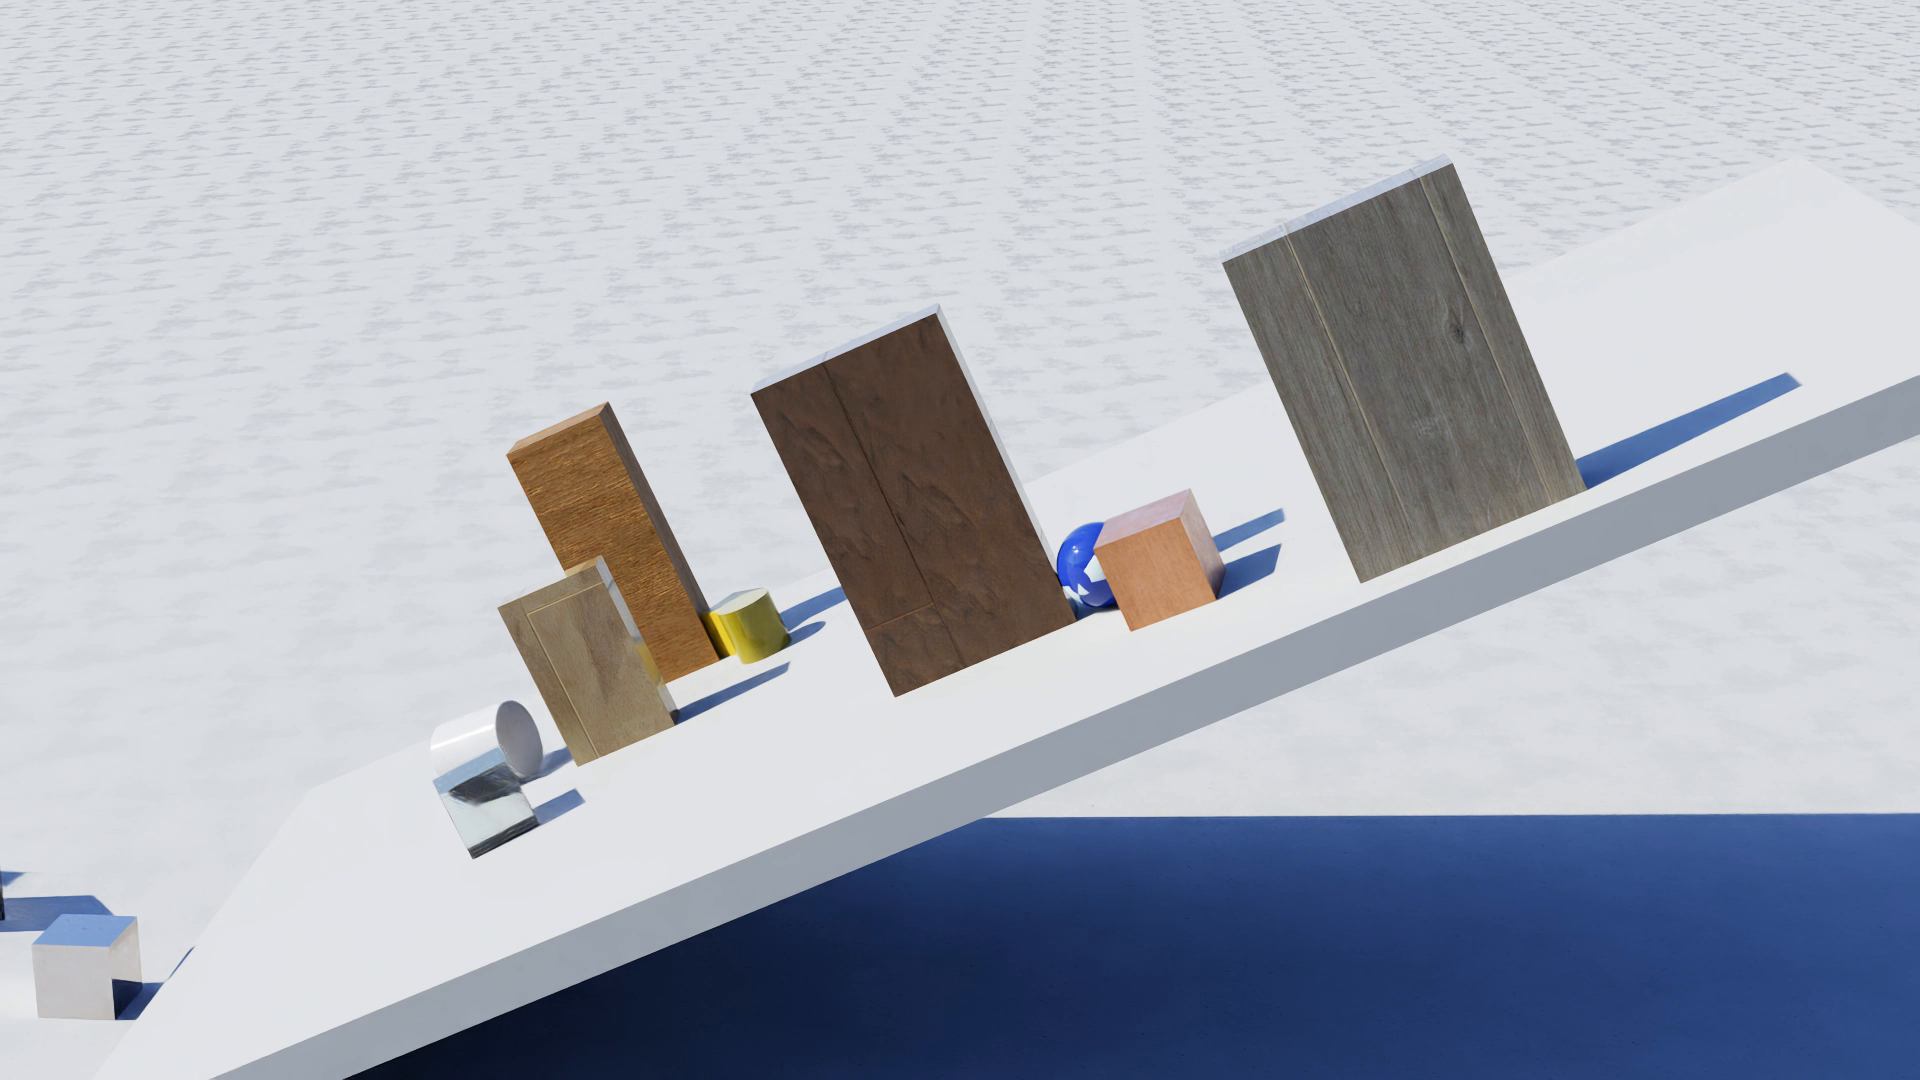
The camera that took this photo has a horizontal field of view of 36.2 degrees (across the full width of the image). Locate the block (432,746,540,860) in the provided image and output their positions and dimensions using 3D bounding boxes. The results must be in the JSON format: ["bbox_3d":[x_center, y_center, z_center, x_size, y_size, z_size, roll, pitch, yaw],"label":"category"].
[{"bbox_3d":[-1.011,0.559,6.271,0.158,0.158,0.158,-27,13,-11],"label":"block"}]

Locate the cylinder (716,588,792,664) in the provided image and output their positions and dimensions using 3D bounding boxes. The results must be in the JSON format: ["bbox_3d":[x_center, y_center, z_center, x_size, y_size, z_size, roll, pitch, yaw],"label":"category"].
[{"bbox_3d":[-0.474,0.199,6.777,0.130,0.130,0.130,-24,13,6],"label":"cylinder"}]

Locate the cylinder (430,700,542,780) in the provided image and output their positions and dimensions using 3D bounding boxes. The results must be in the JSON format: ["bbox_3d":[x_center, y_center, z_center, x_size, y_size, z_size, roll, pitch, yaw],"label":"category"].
[{"bbox_3d":[-1.075,0.475,6.682,0.179,0.179,0.179,-20,7,22],"label":"cylinder"}]

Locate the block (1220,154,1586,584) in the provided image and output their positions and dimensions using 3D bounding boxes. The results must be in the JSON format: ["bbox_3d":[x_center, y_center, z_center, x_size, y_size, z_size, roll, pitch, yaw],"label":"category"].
[{"bbox_3d":[0.793,-0.304,5.273,0.435,0.641,0.122,-23,13,8],"label":"block"}]

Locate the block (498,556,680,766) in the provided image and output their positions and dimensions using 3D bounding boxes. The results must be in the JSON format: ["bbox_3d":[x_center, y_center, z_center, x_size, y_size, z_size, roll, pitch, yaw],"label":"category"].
[{"bbox_3d":[-0.822,0.269,6.523,0.243,0.404,0.084,-23,13,8],"label":"block"}]

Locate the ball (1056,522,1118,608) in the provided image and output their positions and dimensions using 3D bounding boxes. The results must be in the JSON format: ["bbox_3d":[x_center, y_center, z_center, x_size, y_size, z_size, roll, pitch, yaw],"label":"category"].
[{"bbox_3d":[0.279,0.049,5.882,0.173,0.173,0.173,0,15,0],"label":"ball"}]

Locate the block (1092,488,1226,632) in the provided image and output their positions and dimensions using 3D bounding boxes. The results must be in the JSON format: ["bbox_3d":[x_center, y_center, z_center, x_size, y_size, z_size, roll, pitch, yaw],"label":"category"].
[{"bbox_3d":[0.389,0.038,5.699,0.181,0.181,0.181,-21,13,17],"label":"block"}]

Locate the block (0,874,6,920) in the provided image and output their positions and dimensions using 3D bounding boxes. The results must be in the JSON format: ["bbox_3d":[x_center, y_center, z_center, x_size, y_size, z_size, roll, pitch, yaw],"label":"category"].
[{"bbox_3d":[-2.360,0.813,6.929,0.159,0.159,0.159,-10,18,-33],"label":"block"}]

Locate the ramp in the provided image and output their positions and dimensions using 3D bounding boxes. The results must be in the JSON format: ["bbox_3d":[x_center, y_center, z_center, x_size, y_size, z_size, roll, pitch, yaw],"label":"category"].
[{"bbox_3d":[0.133,0.170,6.284,4.000,0.100,2.000,-23,13,8],"label":"ramp"}]

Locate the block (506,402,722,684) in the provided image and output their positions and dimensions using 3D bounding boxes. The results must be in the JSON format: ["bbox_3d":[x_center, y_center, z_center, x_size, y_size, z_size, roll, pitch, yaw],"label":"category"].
[{"bbox_3d":[-0.803,0.025,6.911,0.240,0.648,0.141,-23,13,8],"label":"block"}]

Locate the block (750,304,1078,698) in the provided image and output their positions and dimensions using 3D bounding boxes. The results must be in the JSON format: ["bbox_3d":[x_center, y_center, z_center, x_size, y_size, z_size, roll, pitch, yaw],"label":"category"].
[{"bbox_3d":[-0.087,-0.076,5.897,0.403,0.687,0.109,-23,13,8],"label":"block"}]

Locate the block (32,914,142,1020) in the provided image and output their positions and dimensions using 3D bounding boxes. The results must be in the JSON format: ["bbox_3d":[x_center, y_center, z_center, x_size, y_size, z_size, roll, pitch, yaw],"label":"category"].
[{"bbox_3d":[-1.913,0.936,6.450,0.172,0.172,0.172,1,15,5],"label":"block"}]

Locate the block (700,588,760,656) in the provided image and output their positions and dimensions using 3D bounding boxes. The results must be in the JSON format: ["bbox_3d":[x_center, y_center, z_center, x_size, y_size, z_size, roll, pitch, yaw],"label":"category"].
[{"bbox_3d":[-0.512,0.193,6.907,0.114,0.114,0.114,-10,19,48],"label":"block"}]
